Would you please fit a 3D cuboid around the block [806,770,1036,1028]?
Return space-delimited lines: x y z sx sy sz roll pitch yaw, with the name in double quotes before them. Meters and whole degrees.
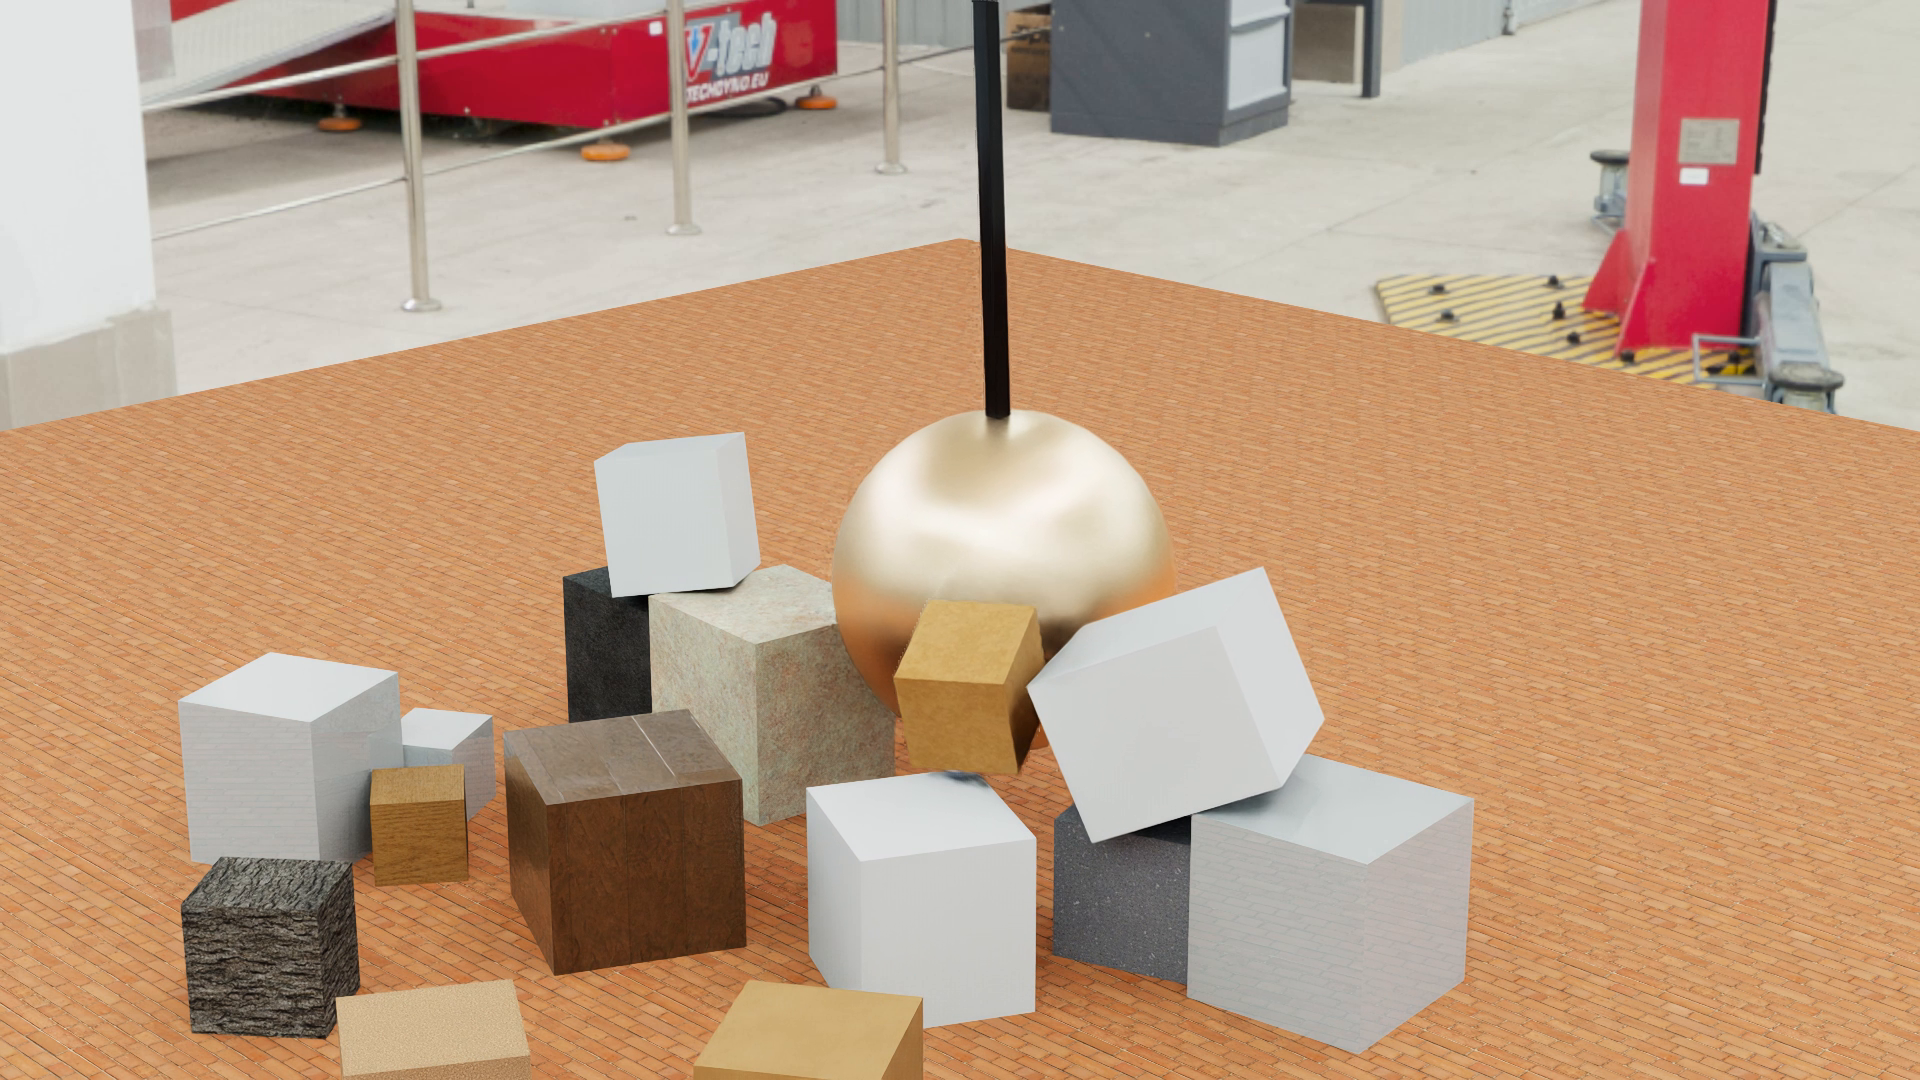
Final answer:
"block" -0.170 1.501 12.273 0.745 0.778 0.813 -6 18 -17

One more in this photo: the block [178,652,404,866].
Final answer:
"block" -3.099 1.054 13.667 0.717 0.794 0.713 7 19 22

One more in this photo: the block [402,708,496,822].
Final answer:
"block" -2.529 1.103 14.135 0.409 0.419 0.471 5 18 15

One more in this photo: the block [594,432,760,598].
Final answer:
"block" -1.406 -0.133 14.677 0.618 0.682 0.622 -5 9 10

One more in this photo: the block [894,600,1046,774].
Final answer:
"block" 0.058 0.623 12.455 0.475 0.489 0.531 3 37 18

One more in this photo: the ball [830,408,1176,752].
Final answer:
"ball" 0.201 0.186 13.611 1.600 1.600 1.600 0 17 0

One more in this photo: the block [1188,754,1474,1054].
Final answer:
"block" 1.542 1.492 12.215 0.831 0.829 0.860 13 22 36

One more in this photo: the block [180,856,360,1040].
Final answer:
"block" -2.829 1.674 12.066 0.561 0.571 0.486 2 18 5

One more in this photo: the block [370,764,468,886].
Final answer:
"block" -2.486 1.311 13.502 0.419 0.402 0.434 -3 18 -9

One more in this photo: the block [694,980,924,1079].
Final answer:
"block" -0.529 2.084 10.507 0.659 0.723 0.683 4 18 12

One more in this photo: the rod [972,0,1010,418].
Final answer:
"rod" 0.087 -3.020 12.484 0.080 5.200 0.080 17 27 42

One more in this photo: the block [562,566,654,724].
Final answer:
"block" -1.479 0.592 15.110 0.780 0.810 0.812 -14 22 -38

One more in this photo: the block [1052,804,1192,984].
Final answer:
"block" 0.849 1.453 12.664 0.691 0.635 0.622 9 19 26

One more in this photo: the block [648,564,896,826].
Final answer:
"block" -0.925 0.745 14.437 0.820 0.922 0.911 -14 22 -37

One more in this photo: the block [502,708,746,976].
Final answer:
"block" -1.479 1.308 12.876 0.848 0.783 0.902 -6 18 -19

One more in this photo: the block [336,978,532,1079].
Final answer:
"block" -1.950 2.054 10.893 0.662 0.550 0.643 -4 18 -13

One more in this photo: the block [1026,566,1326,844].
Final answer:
"block" 0.920 0.687 12.342 0.869 0.721 0.828 -19 9 24
